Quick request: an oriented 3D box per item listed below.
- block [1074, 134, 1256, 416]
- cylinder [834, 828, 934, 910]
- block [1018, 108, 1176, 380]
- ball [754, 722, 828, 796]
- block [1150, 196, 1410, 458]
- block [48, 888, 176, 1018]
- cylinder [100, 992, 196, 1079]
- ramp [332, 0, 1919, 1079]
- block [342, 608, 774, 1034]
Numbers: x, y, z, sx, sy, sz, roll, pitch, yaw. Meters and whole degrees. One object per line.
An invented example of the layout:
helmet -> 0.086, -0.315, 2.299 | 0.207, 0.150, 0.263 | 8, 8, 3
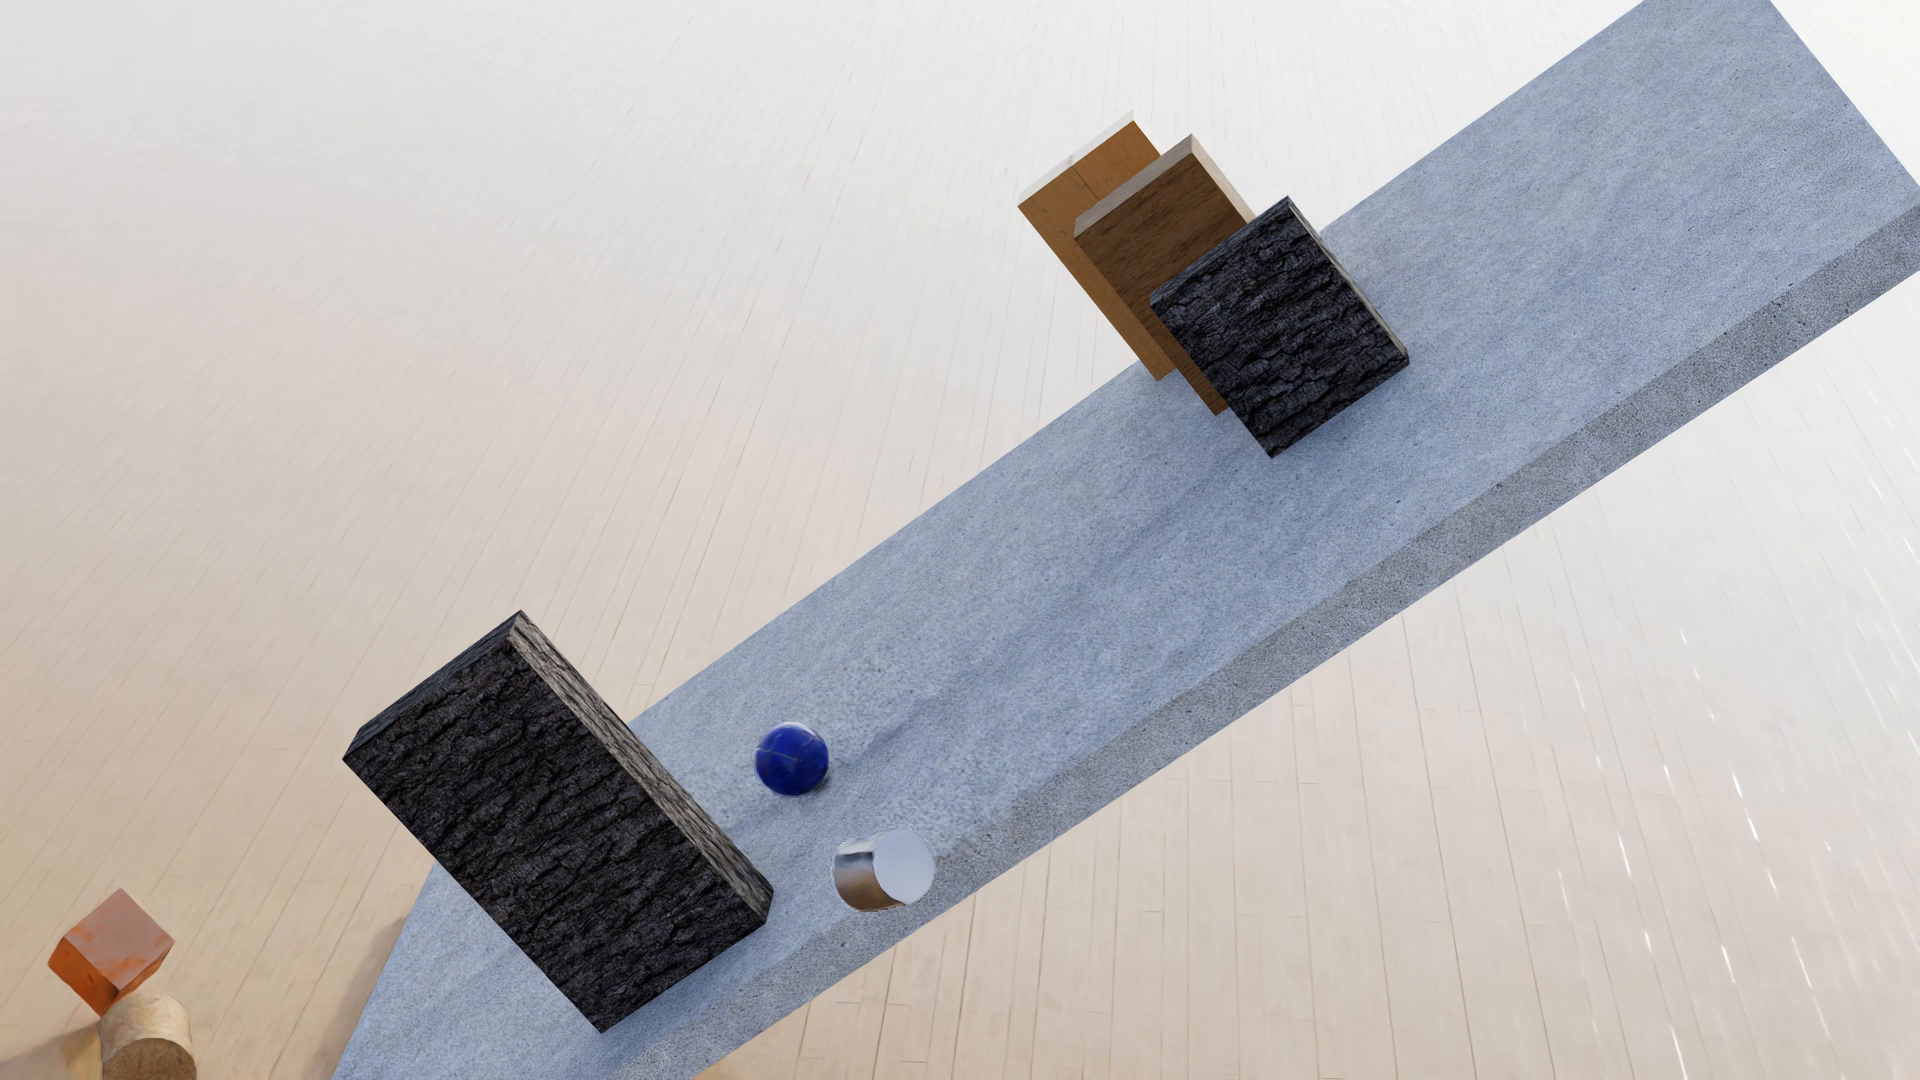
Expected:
block -> 0.526, -0.570, 6.341 | 0.313, 0.505, 0.148 | -35, 16, 17
cylinder -> -0.140, 0.601, 5.353 | 0.132, 0.132, 0.132 | -20, -1, -38
block -> 0.430, -0.681, 6.811 | 0.335, 0.534, 0.104 | -35, 16, 17
ball -> -0.354, 0.461, 6.196 | 0.157, 0.157, 0.157 | 0, 23, 0
block -> 0.637, -0.421, 5.859 | 0.338, 0.406, 0.083 | -35, 16, 17
block -> -2.092, 1.018, 7.250 | 0.192, 0.192, 0.192 | 44, 49, 1
cylinder -> -1.915, 1.209, 6.930 | 0.209, 0.209, 0.209 | -7, 24, -16
ramp -> 0.124, 0.182, 6.332 | 4.000, 0.100, 2.000 | -35, 16, 17
block -> -0.782, 0.560, 5.777 | 0.432, 0.766, 0.135 | -35, 16, 17
